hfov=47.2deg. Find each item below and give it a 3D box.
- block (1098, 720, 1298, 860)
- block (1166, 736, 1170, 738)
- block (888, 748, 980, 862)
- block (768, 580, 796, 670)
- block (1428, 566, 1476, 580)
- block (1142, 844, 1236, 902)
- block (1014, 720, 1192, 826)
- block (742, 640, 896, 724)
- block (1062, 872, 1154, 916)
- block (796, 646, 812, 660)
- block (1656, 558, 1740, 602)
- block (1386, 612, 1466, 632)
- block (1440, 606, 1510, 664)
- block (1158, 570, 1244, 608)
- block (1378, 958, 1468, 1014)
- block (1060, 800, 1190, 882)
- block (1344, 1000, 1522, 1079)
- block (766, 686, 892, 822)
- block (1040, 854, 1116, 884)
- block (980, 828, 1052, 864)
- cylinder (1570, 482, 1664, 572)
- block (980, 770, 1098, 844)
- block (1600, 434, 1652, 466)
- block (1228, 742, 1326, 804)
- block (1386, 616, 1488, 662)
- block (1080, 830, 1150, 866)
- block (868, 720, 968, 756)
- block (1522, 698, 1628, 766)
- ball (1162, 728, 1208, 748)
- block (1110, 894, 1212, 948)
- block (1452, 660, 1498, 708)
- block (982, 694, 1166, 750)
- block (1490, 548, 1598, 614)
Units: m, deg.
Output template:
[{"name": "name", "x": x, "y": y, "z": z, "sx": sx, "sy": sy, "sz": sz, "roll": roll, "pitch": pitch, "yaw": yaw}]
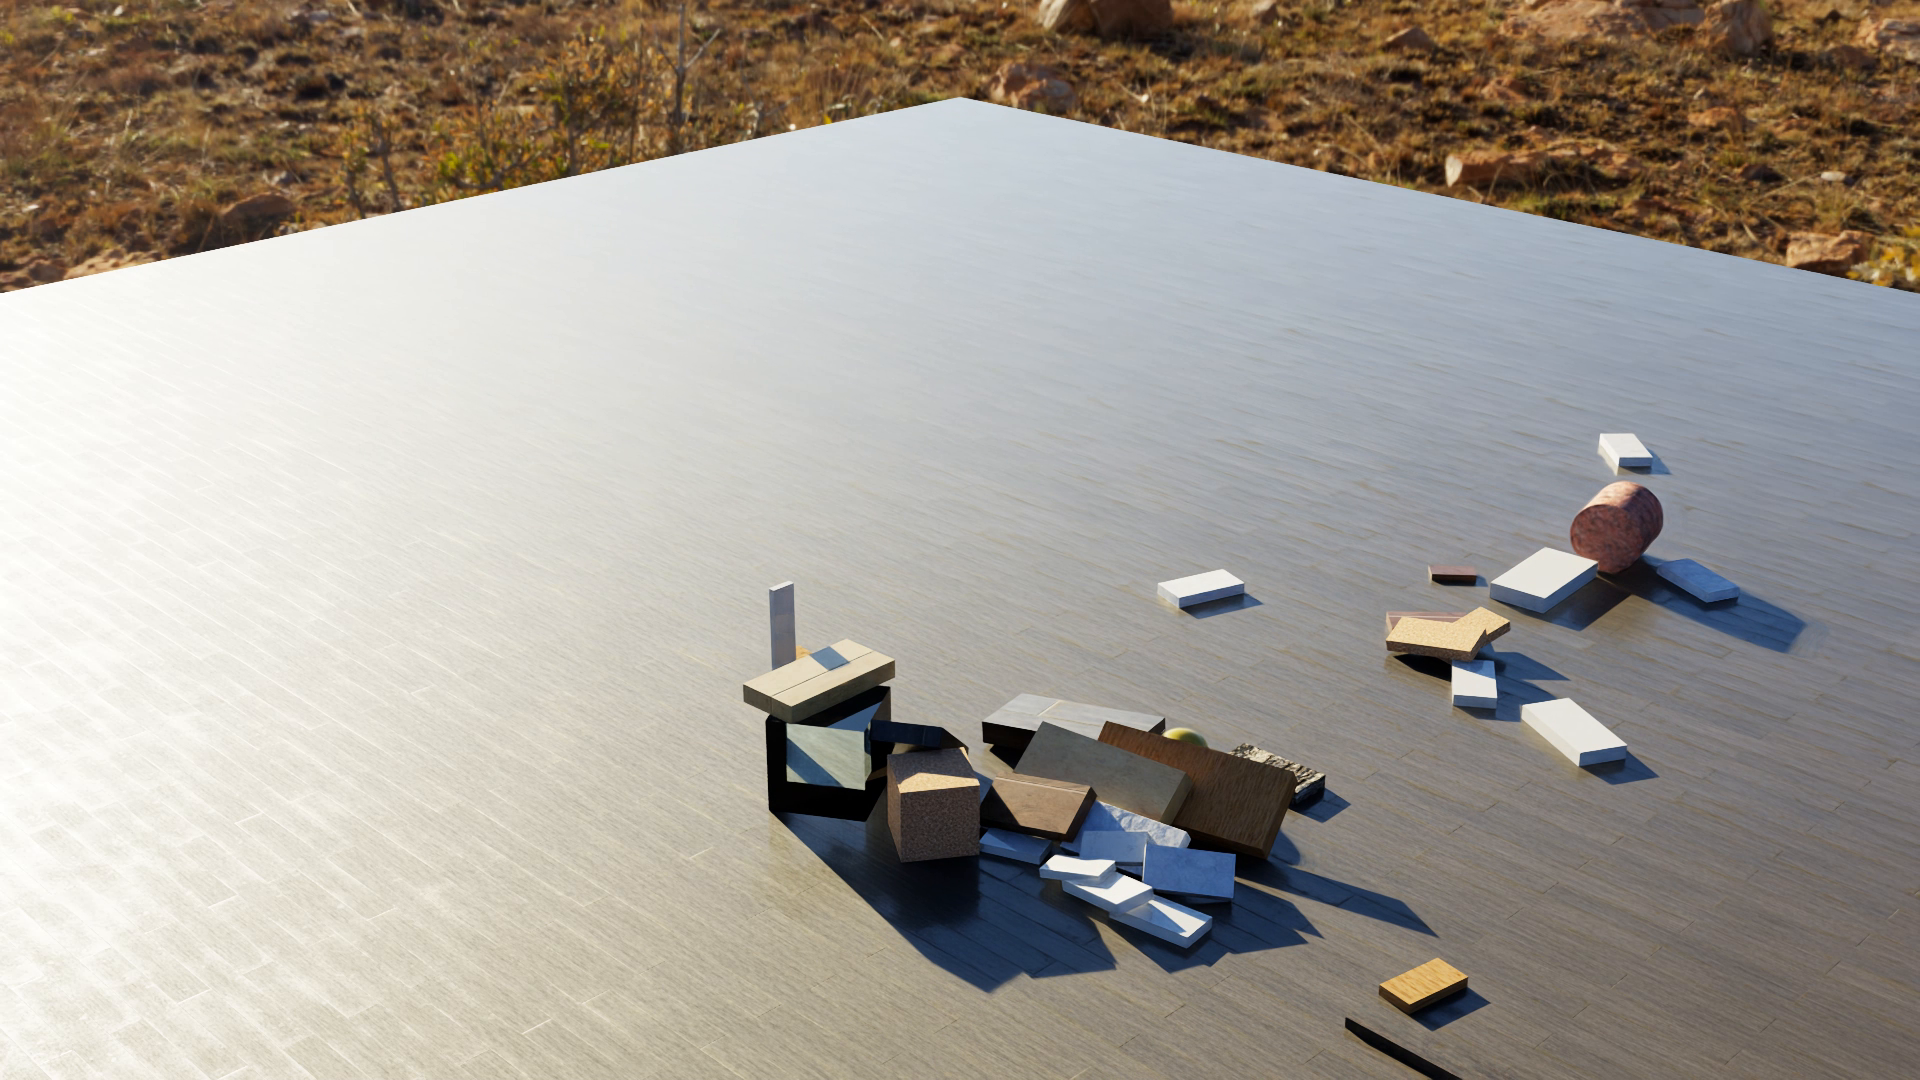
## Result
[{"name": "block", "x": 0.449, "y": 0.497, "z": 4.403, "sx": 0.415, "sy": 0.049, "sz": 0.175, "roll": 13, "pitch": 63, "yaw": 28}, {"name": "block", "x": 0.354, "y": 0.469, "z": 4.619, "sx": 0.251, "sy": 0.029, "sz": 0.103, "roll": -13, "pitch": 26, "yaw": -28}, {"name": "block", "x": -0.053, "y": 0.521, "z": 4.334, "sx": 0.155, "sy": 0.155, "sz": 0.155, "roll": -4, "pitch": 23, "yaw": -10}, {"name": "block", "x": -0.381, "y": 0.249, "z": 4.750, "sx": 0.016, "sy": 0.330, "sz": 0.056, "roll": 21, "pitch": 31, "yaw": 41}, {"name": "block", "x": 1.241, "y": 0.083, "z": 5.545, "sx": 0.112, "sy": 0.016, "sz": 0.056, "roll": 1, "pitch": 23, "yaw": 3}, {"name": "block", "x": 0.432, "y": 0.629, "z": 4.160, "sx": 0.171, "sy": 0.024, "sz": 0.086, "roll": 7, "pitch": 65, "yaw": 1}, {"name": "block", "x": 0.273, "y": 0.497, "z": 4.405, "sx": 0.349, "sy": 0.049, "sz": 0.175, "roll": 17, "pitch": 65, "yaw": 35}, {"name": "block", "x": -0.287, "y": 0.288, "z": 4.506, "sx": 0.145, "sy": 0.041, "sz": 0.290, "roll": 20, "pitch": 30, "yaw": 39}, {"name": "block", "x": 0.277, "y": 0.657, "z": 4.136, "sx": 0.086, "sy": 0.024, "sz": 0.171, "roll": -19, "pitch": 18, "yaw": -30}, {"name": "block", "x": -0.363, "y": 0.277, "z": 5.088, "sx": 0.056, "sy": 0.016, "sz": 0.112, "roll": -17, "pitch": 28, "yaw": -34}, {"name": "block", "x": 1.842, "y": 0.100, "z": 5.491, "sx": 0.096, "sy": 0.027, "sz": 0.192, "roll": -9, "pitch": 25, "yaw": -20}, {"name": "block", "x": 1.119, "y": 0.204, "z": 5.247, "sx": 0.188, "sy": 0.027, "sz": 0.094, "roll": 1, "pitch": 23, "yaw": 2}, {"name": "block", "x": 1.185, "y": 0.224, "z": 5.144, "sx": 0.188, "sy": 0.027, "sz": 0.094, "roll": -27, "pitch": 33, "yaw": -23}, {"name": "block", "x": 0.597, "y": 0.119, "z": 5.445, "sx": 0.192, "sy": 0.027, "sz": 0.096, "roll": -11, "pitch": 26, "yaw": -25}, {"name": "block", "x": 0.818, "y": 0.786, "z": 3.881, "sx": 0.146, "sy": 0.021, "sz": 0.073, "roll": -15, "pitch": 27, "yaw": -32}, {"name": "block", "x": 0.320, "y": 0.587, "z": 4.258, "sx": 0.229, "sy": 0.032, "sz": 0.114, "roll": 16, "pitch": 64, "yaw": 33}, {"name": "block", "x": 0.806, "y": 0.867, "z": 3.690, "sx": 0.073, "sy": 0.021, "sz": 0.341, "roll": -20, "pitch": 30, "yaw": -39}, {"name": "block", "x": -0.266, "y": 0.425, "z": 4.497, "sx": 0.204, "sy": 0.204, "sz": 0.204, "roll": 5, "pitch": 24, "yaw": 12}, {"name": "block", "x": 0.224, "y": 0.627, "z": 4.189, "sx": 0.130, "sy": 0.018, "sz": 0.065, "roll": 2, "pitch": 19, "yaw": 34}, {"name": "block", "x": 0.108, "y": 0.601, "z": 4.321, "sx": 0.131, "sy": 0.018, "sz": 0.065, "roll": 10, "pitch": 25, "yaw": 22}, {"name": "cylinder", "x": 1.676, "y": -0.034, "z": 5.608, "sx": 0.183, "sy": 0.183, "sz": 0.183, "roll": 14, "pitch": 27, "yaw": 30}, {"name": "block", "x": 0.149, "y": 0.527, "z": 4.353, "sx": 0.229, "sy": 0.032, "sz": 0.114, "roll": 5, "pitch": 52, "yaw": 39}, {"name": "block", "x": 1.919, "y": -0.260, "z": 6.340, "sx": 0.096, "sy": 0.027, "sz": 0.192, "roll": 0, "pitch": 23, "yaw": 0}, {"name": "block", "x": 0.645, "y": 0.486, "z": 4.578, "sx": 0.205, "sy": 0.029, "sz": 0.103, "roll": 20, "pitch": 30, "yaw": 39}, {"name": "block", "x": 1.106, "y": 0.230, "z": 5.106, "sx": 0.205, "sy": 0.029, "sz": 0.103, "roll": 7, "pitch": 34, "yaw": 33}, {"name": "block", "x": 0.297, "y": 0.593, "z": 4.230, "sx": 0.130, "sy": 0.018, "sz": 0.065, "roll": -3, "pitch": 55, "yaw": 23}, {"name": "block", "x": -0.082, "y": 0.418, "z": 4.513, "sx": 0.145, "sy": 0.041, "sz": 0.294, "roll": 5, "pitch": -12, "yaw": 12}, {"name": "block", "x": 1.324, "y": 0.413, "z": 4.746, "sx": 0.114, "sy": 0.032, "sz": 0.229, "roll": -7, "pitch": 24, "yaw": -16}, {"name": "ball", "x": 0.456, "y": 0.450, "z": 4.544, "sx": 0.122, "sy": 0.122, "sz": 0.122, "roll": 0, "pitch": 23, "yaw": 0}, {"name": "block", "x": 0.372, "y": 0.700, "z": 4.080, "sx": 0.171, "sy": 0.024, "sz": 0.085, "roll": 17, "pitch": 28, "yaw": 34}, {"name": "block", "x": 1.160, "y": 0.323, "z": 4.967, "sx": 0.094, "sy": 0.027, "sz": 0.188, "roll": 4, "pitch": 23, "yaw": 10}, {"name": "block", "x": 0.242, "y": 0.405, "z": 4.690, "sx": 0.349, "sy": 0.049, "sz": 0.175, "roll": 8, "pitch": 21, "yaw": 30}, {"name": "block", "x": 1.455, "y": 0.098, "z": 5.476, "sx": 0.145, "sy": 0.041, "sz": 0.290, "roll": 18, "pitch": 29, "yaw": 37}]
